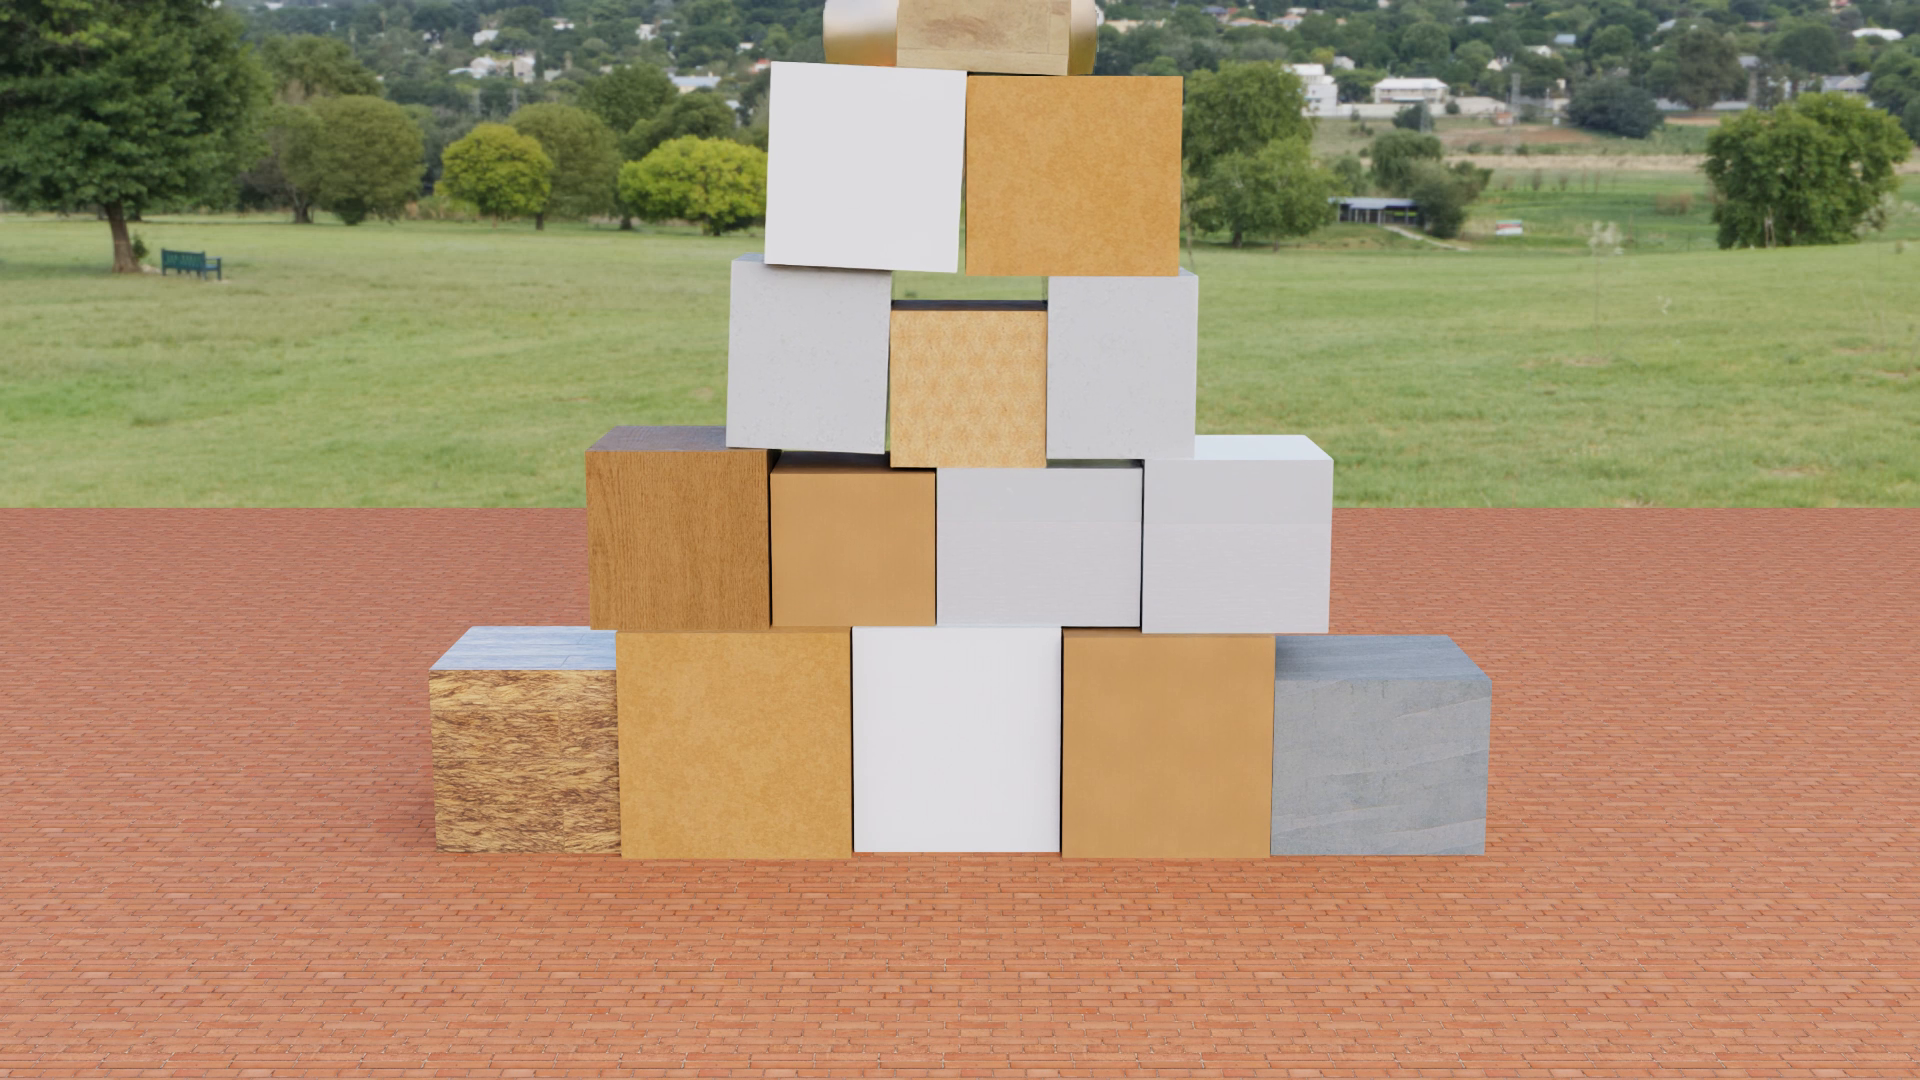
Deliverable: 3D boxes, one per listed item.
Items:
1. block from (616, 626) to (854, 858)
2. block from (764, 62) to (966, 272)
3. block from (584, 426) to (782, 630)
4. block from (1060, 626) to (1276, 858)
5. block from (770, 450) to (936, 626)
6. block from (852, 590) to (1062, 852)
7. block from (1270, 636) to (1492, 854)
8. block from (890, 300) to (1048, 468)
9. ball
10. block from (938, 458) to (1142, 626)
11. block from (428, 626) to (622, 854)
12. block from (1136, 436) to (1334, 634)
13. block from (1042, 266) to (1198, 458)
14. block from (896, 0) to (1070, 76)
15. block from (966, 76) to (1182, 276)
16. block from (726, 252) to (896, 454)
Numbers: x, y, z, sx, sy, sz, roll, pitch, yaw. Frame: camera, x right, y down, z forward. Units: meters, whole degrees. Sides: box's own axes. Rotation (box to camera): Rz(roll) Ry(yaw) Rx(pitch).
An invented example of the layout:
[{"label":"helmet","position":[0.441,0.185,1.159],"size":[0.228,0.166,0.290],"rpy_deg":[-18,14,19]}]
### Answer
[{"label":"block","position":[-1.107,0.911,11.363],"size":[1.138,1.142,1.174],"rpy_deg":[0,10,0]},{"label":"block","position":[-0.449,-1.839,10.836],"size":[0.916,0.940,0.949],"rpy_deg":[3,10,-1]},{"label":"block","position":[-1.371,-0.081,11.159],"size":[0.875,0.882,0.971],"rpy_deg":[0,10,0]},{"label":"block","position":[1.021,0.924,11.356],"size":[1.029,1.119,1.131],"rpy_deg":[0,10,0]},{"label":"block","position":[-0.523,-0.020,11.169],"size":[0.800,0.759,0.809],"rpy_deg":[0,10,0]},{"label":"block","position":[-0.015,0.910,11.365],"size":[1.024,1.143,0.969],"rpy_deg":[0,10,0]},{"label":"block","position":[2.078,1.038,11.361],"size":[1.065,0.892,1.011],"rpy_deg":[0,10,0]},{"label":"block","position":[0.042,-0.799,11.055],"size":[0.759,0.761,0.776],"rpy_deg":[0,10,0]},{"label":"ball","position":[0.000,-2.920,12.758],"size":[1.600,1.600,1.600],"rpy_deg":[0,10,0]},{"label":"block","position":[0.388,-0.037,11.188],"size":[0.998,0.784,0.846],"rpy_deg":[0,10,0]},{"label":"block","position":[-2.147,1.012,11.369],"size":[0.925,0.940,0.983],"rpy_deg":[0,10,0]},{"label":"block","position":[1.352,-0.047,11.167],"size":[0.913,0.859,0.905],"rpy_deg":[0,10,0]},{"label":"block","position":[0.781,-0.904,11.010],"size":[0.717,0.881,0.849],"rpy_deg":[0,10,0]},{"label":"block","position":[0.117,-2.685,10.675],"size":[0.805,0.831,0.855],"rpy_deg":[2,10,-1]},{"label":"block","position":[0.538,-1.799,10.849],"size":[1.017,0.937,0.860],"rpy_deg":[0,10,0]},{"label":"block","position":[-0.732,-0.950,11.015],"size":[0.770,0.899,0.795],"rpy_deg":[3,10,-1]}]
